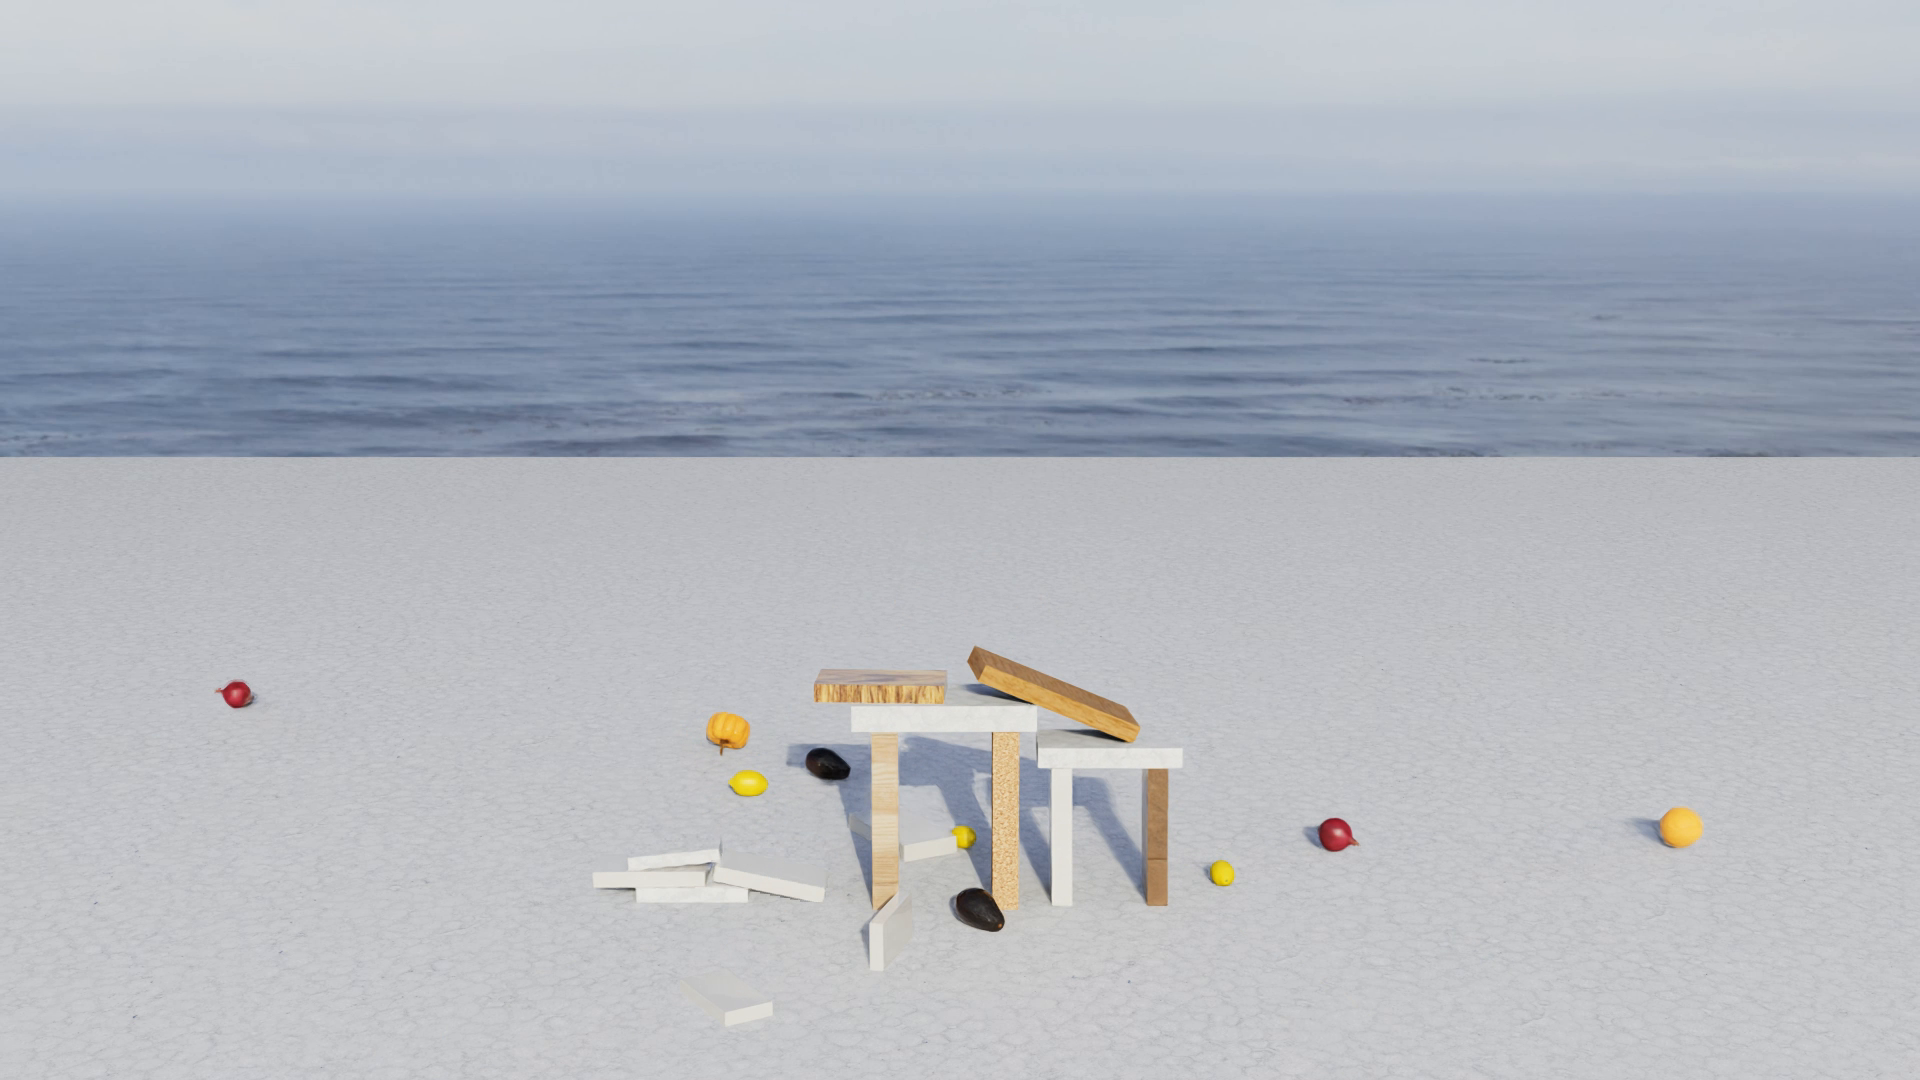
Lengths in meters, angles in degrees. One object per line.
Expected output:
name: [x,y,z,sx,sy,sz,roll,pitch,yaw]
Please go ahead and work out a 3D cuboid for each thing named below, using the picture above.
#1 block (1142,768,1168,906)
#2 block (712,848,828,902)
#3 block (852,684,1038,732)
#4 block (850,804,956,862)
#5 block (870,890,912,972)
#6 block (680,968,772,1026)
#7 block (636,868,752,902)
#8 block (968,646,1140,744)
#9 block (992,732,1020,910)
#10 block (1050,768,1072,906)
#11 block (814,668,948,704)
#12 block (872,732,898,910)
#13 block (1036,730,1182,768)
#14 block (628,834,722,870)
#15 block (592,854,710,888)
block: [0.323,0.475,3.646,0.033,0.234,0.117,-1,11,0]
block: [-0.314,0.559,3.664,0.184,0.026,0.092,12,10,-2]
block: [-0.026,0.275,3.613,0.299,0.042,0.149,0,11,0]
block: [-0.104,0.524,3.941,0.105,0.030,0.211,-6,12,-29]
block: [-0.106,0.602,3.397,0.021,0.075,0.150,3,11,15]
block: [-0.341,0.666,3.204,0.075,0.021,0.150,-7,12,-32]
block: [-0.442,0.576,3.671,0.184,0.026,0.092,0,11,0]
block: [0.153,0.253,3.602,0.285,0.030,0.105,23,10,-15]
block: [0.074,0.444,3.639,0.042,0.299,0.149,0,11,0]
block: [0.167,0.475,3.647,0.033,0.234,0.117,-1,11,0]
block: [-0.129,0.240,3.606,0.211,0.030,0.105,1,11,3]
block: [-0.123,0.444,3.638,0.042,0.299,0.149,0,11,-1]
block: [0.244,0.343,3.622,0.234,0.033,0.117,0,11,0]
block: [-0.473,0.521,3.662,0.150,0.021,0.075,-6,11,-2]
block: [-0.513,0.551,3.666,0.184,0.026,0.092,0,11,-1]
